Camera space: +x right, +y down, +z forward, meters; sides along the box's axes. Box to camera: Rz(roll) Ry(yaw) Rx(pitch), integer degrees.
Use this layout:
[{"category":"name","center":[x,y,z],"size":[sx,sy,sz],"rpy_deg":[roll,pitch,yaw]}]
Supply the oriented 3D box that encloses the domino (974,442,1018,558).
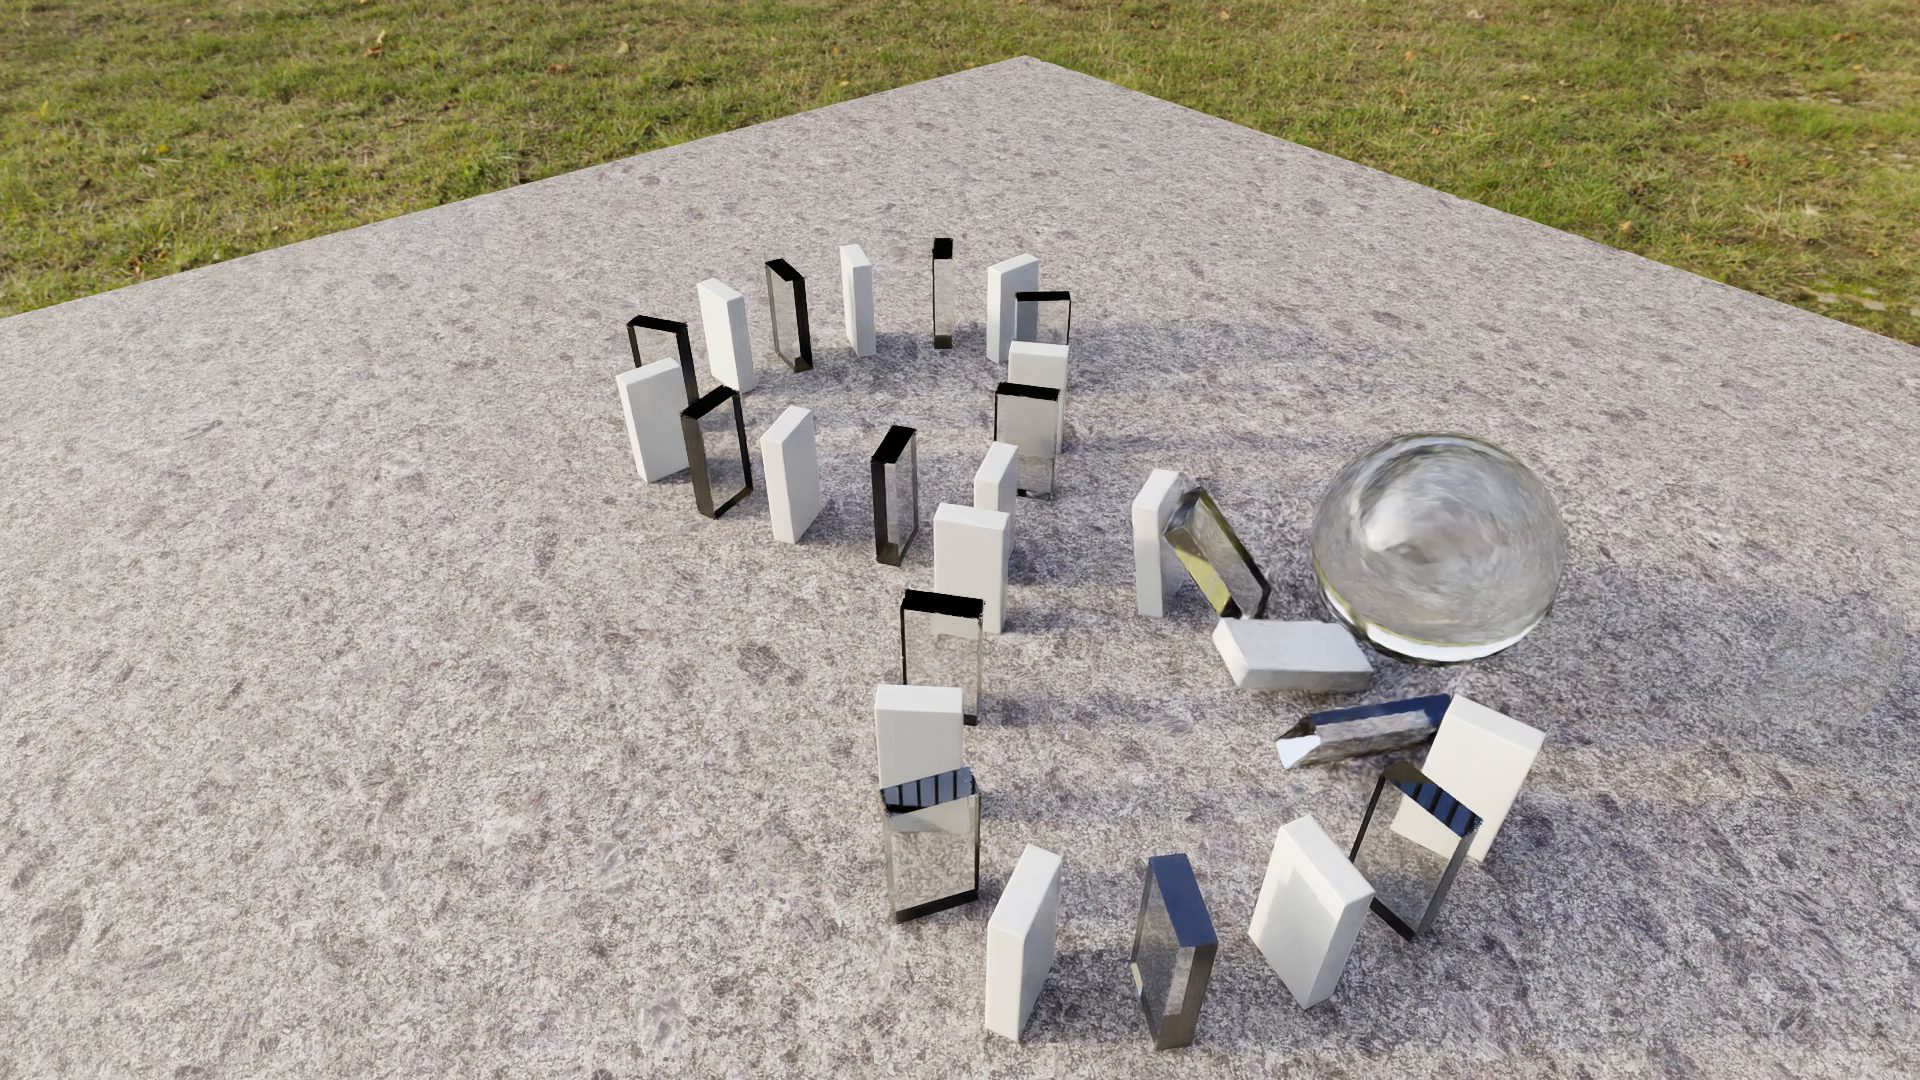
[{"category":"domino","center":[0.014,-0.010,0.423],"size":[0.010,0.050,0.025],"rpy_deg":[12,41,14]}]

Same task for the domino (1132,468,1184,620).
[{"category":"domino","center":[0.074,0.002,0.409],"size":[0.010,0.050,0.025],"rpy_deg":[10,40,26]}]

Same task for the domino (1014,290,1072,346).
[{"category":"domino","center":[0.039,-0.094,0.526],"size":[0.025,0.050,0.009],"rpy_deg":[-2,39,-2]}]

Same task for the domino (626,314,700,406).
[{"category":"domino","center":[-0.135,-0.077,0.505],"size":[0.025,0.050,0.009],"rpy_deg":[13,41,15]}]

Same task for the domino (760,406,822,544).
[{"category":"domino","center":[-0.067,-0.026,0.443],"size":[0.009,0.050,0.025],"rpy_deg":[14,41,16]}]

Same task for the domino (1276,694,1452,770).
[{"category":"domino","center":[0.130,0.061,0.351],"size":[0.050,0.025,0.010],"rpy_deg":[-5,62,-15]}]

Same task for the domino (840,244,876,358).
[{"category":"domino","center":[-0.052,-0.122,0.560],"size":[0.010,0.050,0.025],"rpy_deg":[-12,41,-15]}]

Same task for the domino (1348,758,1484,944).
[{"category":"domino","center":[0.124,0.087,0.305],"size":[0.010,0.050,0.025],"rpy_deg":[-24,45,-27]}]

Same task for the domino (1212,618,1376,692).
[{"category":"domino","center":[0.117,0.040,0.385],"size":[0.050,0.010,0.025],"rpy_deg":[4,37,-17]}]

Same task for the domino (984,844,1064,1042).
[{"category":"domino","center":[0.016,0.105,0.284],"size":[0.010,0.050,0.025],"rpy_deg":[17,42,19]}]

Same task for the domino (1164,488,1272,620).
[{"category":"domino","center":[0.095,0.008,0.404],"size":[0.010,0.050,0.025],"rpy_deg":[-22,23,41]}]

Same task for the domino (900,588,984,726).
[{"category":"domino","center":[-0.006,0.040,0.363],"size":[0.025,0.050,0.009],"rpy_deg":[7,40,9]}]

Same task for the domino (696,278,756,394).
[{"category":"domino","center":[-0.113,-0.098,0.531],"size":[0.010,0.050,0.025],"rpy_deg":[-31,48,-32]}]

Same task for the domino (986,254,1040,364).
[{"category":"domino","center":[0.026,-0.116,0.553],"size":[0.025,0.050,0.009],"rpy_deg":[-28,47,-29]}]

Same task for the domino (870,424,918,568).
[{"category":"domino","center":[-0.025,-0.017,0.432],"size":[0.009,0.050,0.025],"rpy_deg":[11,41,13]}]

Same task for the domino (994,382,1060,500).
[{"category":"domino","center":[0.027,-0.041,0.461],"size":[0.025,0.050,0.010],"rpy_deg":[9,40,10]}]

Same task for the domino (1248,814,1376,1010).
[{"category":"domino","center":[0.092,0.099,0.291],"size":[0.010,0.050,0.025],"rpy_deg":[-16,42,-19]}]

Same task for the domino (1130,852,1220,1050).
[{"category":"domino","center":[0.054,0.106,0.282],"size":[0.009,0.050,0.025],"rpy_deg":[-6,40,-7]}]

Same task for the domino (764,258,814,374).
[{"category":"domino","center":[-0.085,-0.111,0.547],"size":[0.010,0.050,0.025],"rpy_deg":[-22,44,-24]}]

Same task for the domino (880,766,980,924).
[{"category":"domino","center":[-0.008,0.086,0.307],"size":[0.025,0.050,0.009],"rpy_deg":[-12,41,-14]}]

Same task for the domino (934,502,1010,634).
[{"category":"domino","center":[0.004,0.011,0.398],"size":[0.025,0.050,0.009],"rpy_deg":[9,40,11]}]

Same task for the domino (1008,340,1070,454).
[{"category":"domino","center":[0.034,-0.063,0.488],"size":[0.025,0.050,0.010],"rpy_deg":[6,40,8]}]

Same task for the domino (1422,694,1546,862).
[{"category":"domino","center":[0.151,0.071,0.325],"size":[0.025,0.050,0.010],"rpy_deg":[25,46,28]}]

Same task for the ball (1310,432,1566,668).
[{"category":"ball","center":[0.162,0.003,0.376],"size":[0.080,0.080,0.080],"rpy_deg":[0,39,0]}]

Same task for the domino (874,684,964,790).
[{"category":"domino","center":[-0.012,0.065,0.332],"size":[0.025,0.050,0.009],"rpy_deg":[2,39,3]}]

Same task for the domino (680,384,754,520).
[{"category":"domino","center":[-0.100,-0.036,0.455],"size":[0.010,0.050,0.025],"rpy_deg":[21,44,24]}]

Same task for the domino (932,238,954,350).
[{"category":"domino","center":[-0.009,-0.127,0.566],"size":[0.010,0.050,0.025],"rpy_deg":[1,39,1]}]

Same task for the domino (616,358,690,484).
[{"category":"domino","center":[-0.130,-0.051,0.474],"size":[0.025,0.050,0.009],"rpy_deg":[-27,46,-29]}]
